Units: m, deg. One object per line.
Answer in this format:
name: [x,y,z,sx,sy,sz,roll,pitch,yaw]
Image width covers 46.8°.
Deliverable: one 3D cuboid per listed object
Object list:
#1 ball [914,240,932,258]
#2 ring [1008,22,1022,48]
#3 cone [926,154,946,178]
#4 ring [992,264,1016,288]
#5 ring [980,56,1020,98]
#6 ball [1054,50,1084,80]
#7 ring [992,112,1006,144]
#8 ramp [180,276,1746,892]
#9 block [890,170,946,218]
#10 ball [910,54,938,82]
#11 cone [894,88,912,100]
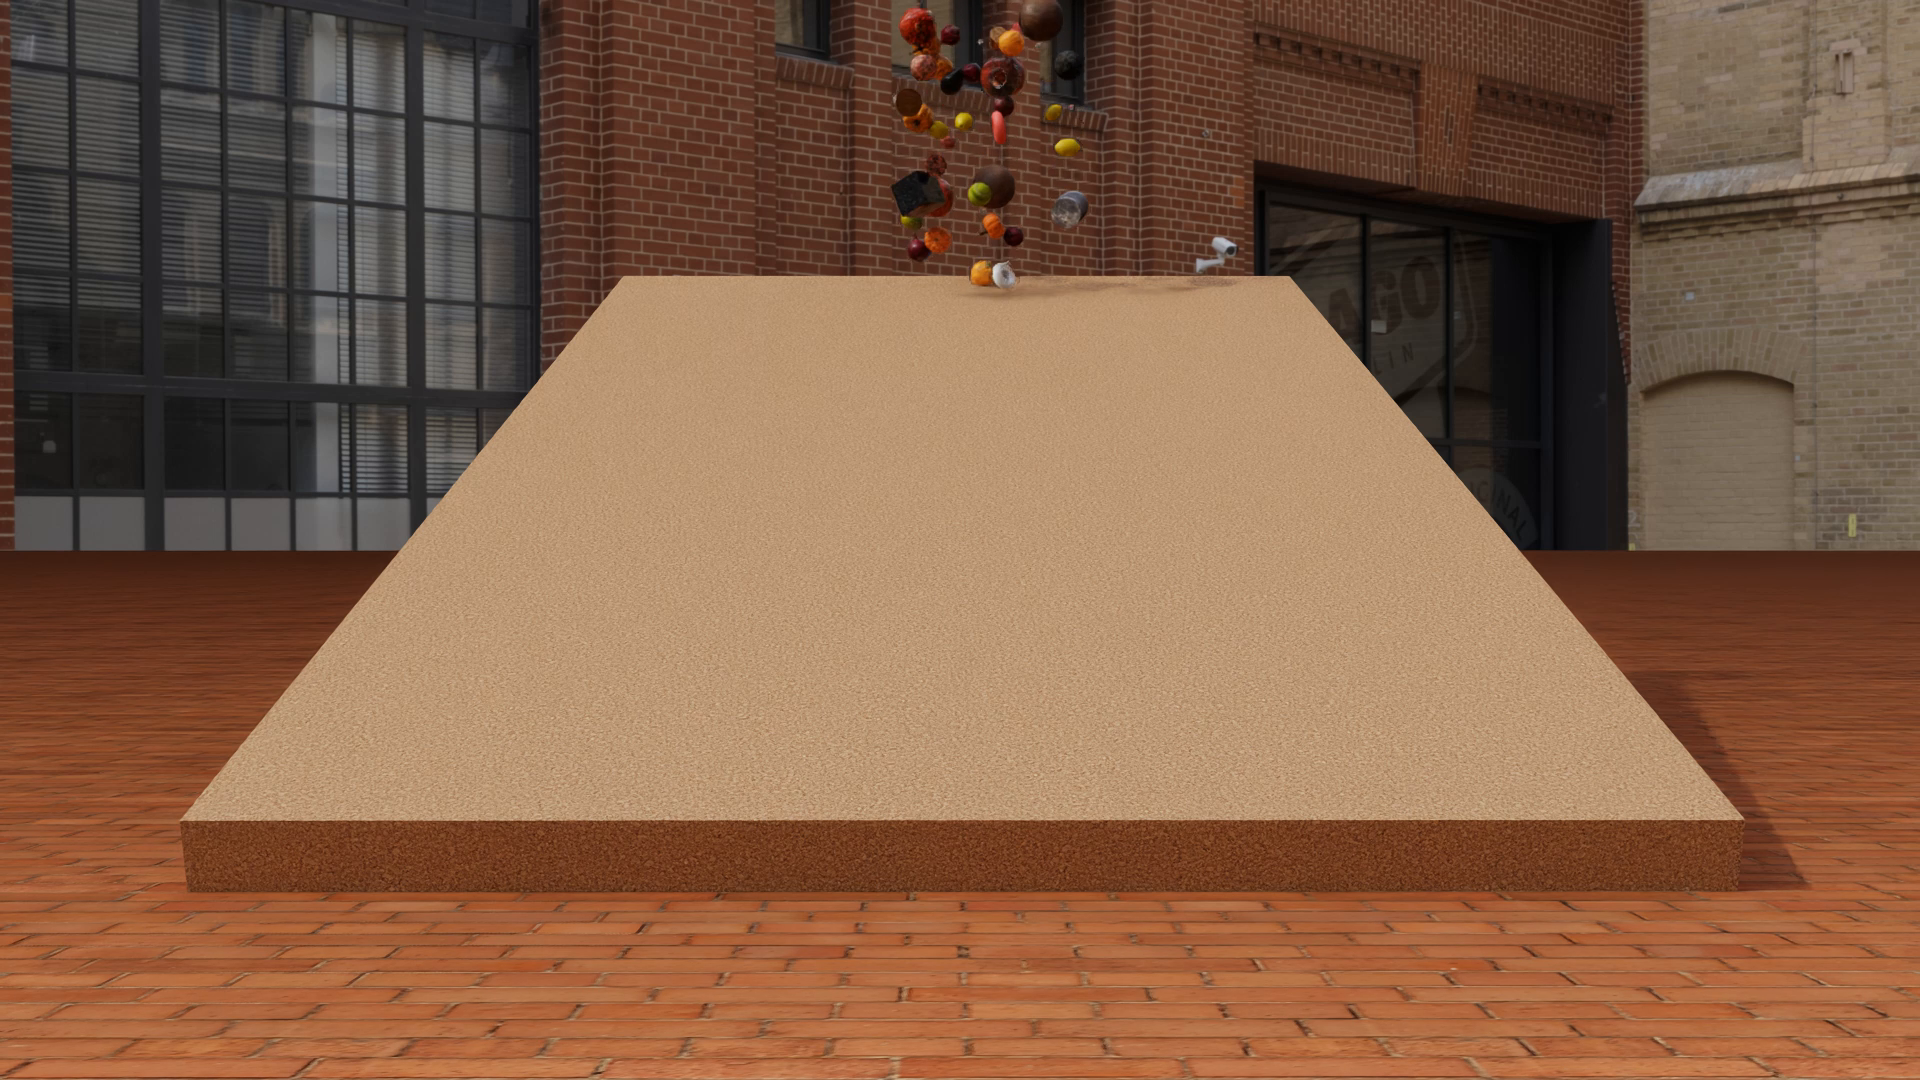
ball: [-0.111,-0.856,6.533,0.053,0.053,0.053,0,0,0]
ring: [0.158,-1.459,6.410,0.025,0.075,0.075,15,0,-1]
cone: [-0.079,-1.052,6.227,0.063,0.063,0.063,0,11,-22]
ring: [0.127,-0.771,6.463,0.081,0.081,0.027,0,-30,-36]
ring: [0.114,-1.319,6.318,0.118,0.118,0.039,0,19,23]
ball: [0.305,-1.334,6.232,0.082,0.082,0.082,0,0,0]
ring: [0.109,-1.157,6.223,0.031,0.093,0.093,-11,0,-3]
ramp: [-0.003,-0.170,4.763,2.000,0.100,4.000,0,17,0]
block: [-0.116,-0.969,6.221,0.095,0.095,0.095,-26,-10,32]
ball: [-0.101,-1.312,6.160,0.075,0.075,0.075,0,0,0]
cone: [-0.156,-1.302,6.611,0.064,0.064,0.064,-26,26,14]
